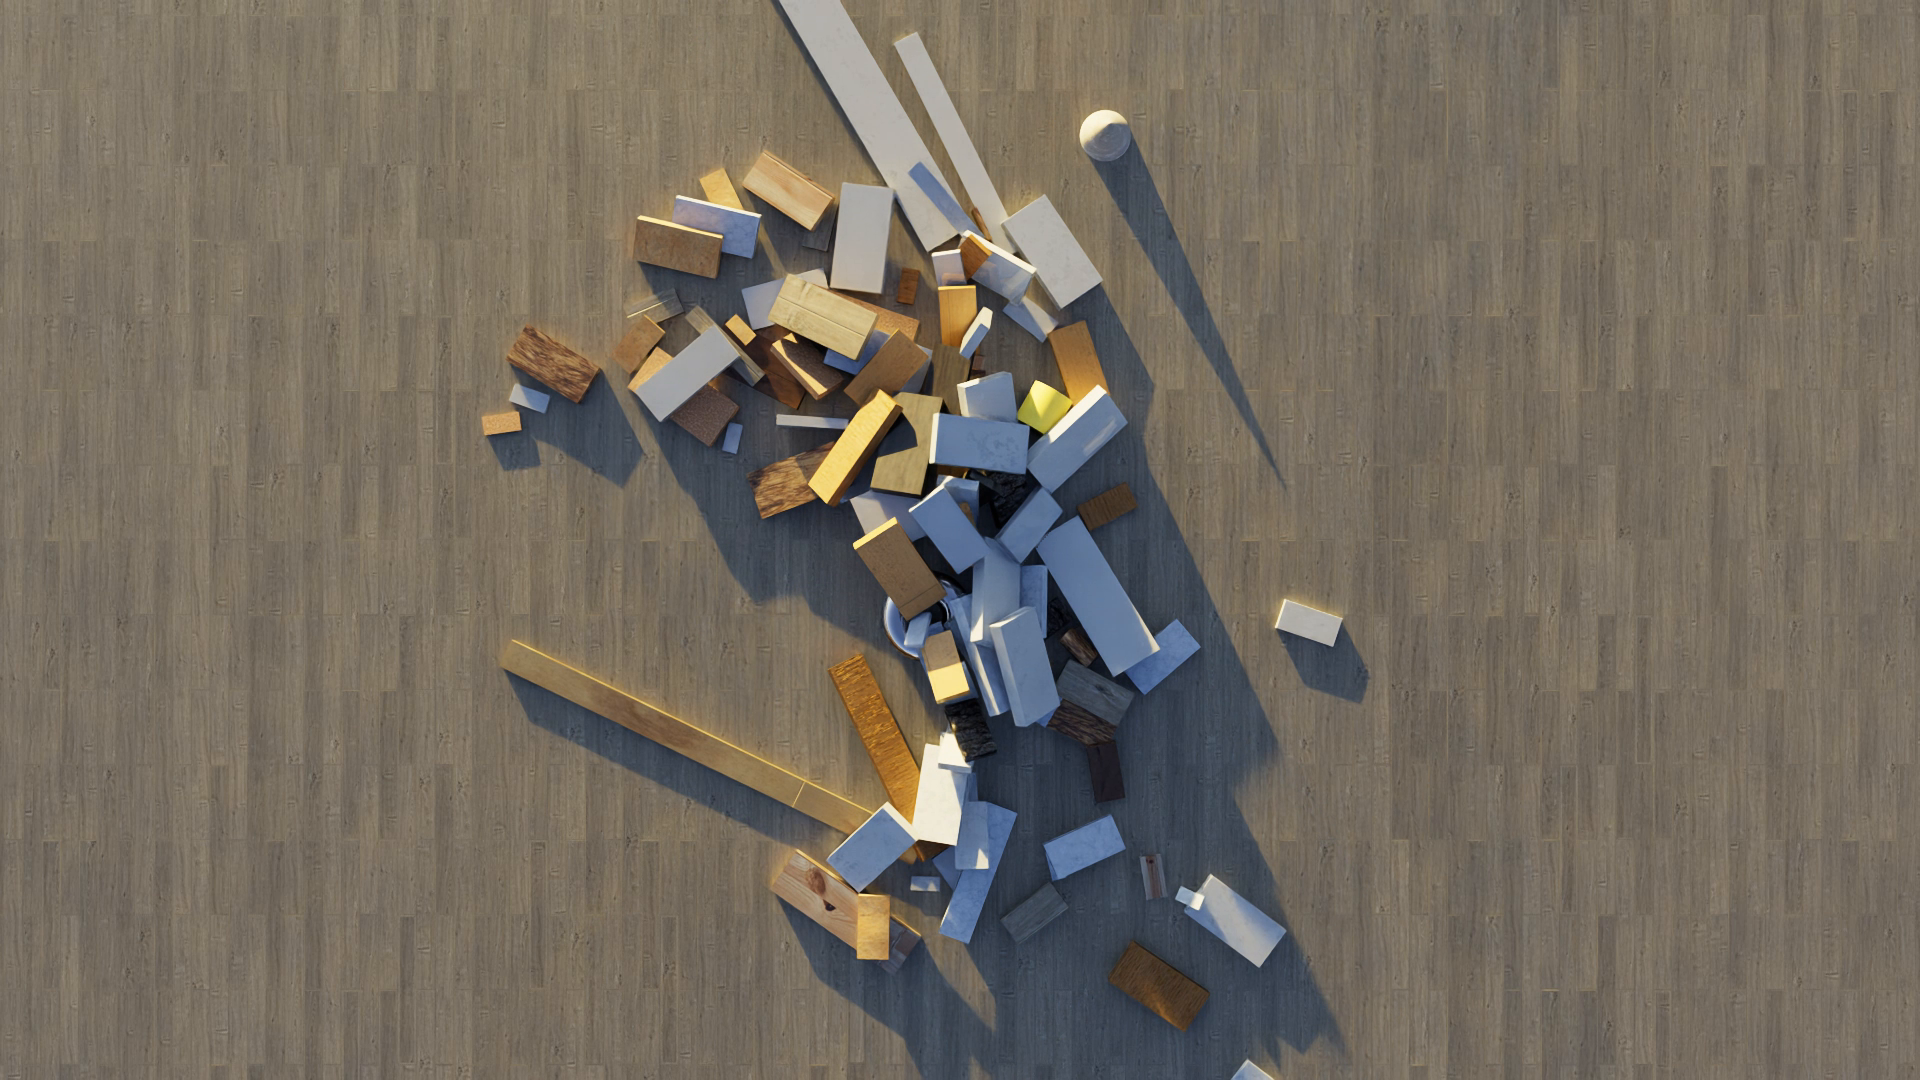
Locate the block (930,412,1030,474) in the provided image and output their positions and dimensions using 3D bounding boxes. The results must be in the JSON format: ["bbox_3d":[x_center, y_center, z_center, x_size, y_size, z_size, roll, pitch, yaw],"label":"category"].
[{"bbox_3d":[0.064,-0.307,5.284,0.316,0.045,0.158,6,87,-21],"label":"block"}]

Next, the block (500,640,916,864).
[{"bbox_3d":[-0.823,0.706,5.486,1.523,0.027,0.095,26,90,0],"label":"block"}]

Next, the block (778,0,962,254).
[{"bbox_3d":[-0.417,-1.647,5.476,0.172,0.049,1.511,-31,90,0],"label":"block"}]

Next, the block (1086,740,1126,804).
[{"bbox_3d":[0.482,0.767,5.464,0.099,0.028,0.197,-11,103,0],"label":"block"}]

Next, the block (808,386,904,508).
[{"bbox_3d":[-0.338,-0.302,5.334,0.038,0.135,0.392,27,101,-44],"label":"block"}]

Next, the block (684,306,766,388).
[{"bbox_3d":[-0.775,-0.641,5.444,0.062,0.017,0.320,-44,90,0],"label":"block"}]

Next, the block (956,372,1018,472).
[{"bbox_3d":[0.104,-0.355,5.379,0.177,0.050,0.354,-19,113,-24],"label":"block"}]

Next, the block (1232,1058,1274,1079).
[{"bbox_3d":[1.004,1.826,5.486,0.191,0.027,0.095,38,90,0],"label":"block"}]

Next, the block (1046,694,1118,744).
[{"bbox_3d":[0.395,0.600,5.483,0.246,0.035,0.123,25,90,0],"label":"block"}]

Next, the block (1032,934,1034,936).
[{"bbox_3d":[0.255,1.256,5.490,0.141,0.020,0.071,-40,90,0],"label":"block"}]

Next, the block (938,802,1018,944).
[{"bbox_3d":[0.060,1.100,5.459,0.104,0.029,0.456,21,84,-4],"label":"block"}]

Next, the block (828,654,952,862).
[{"bbox_3d":[-0.229,0.719,5.461,0.123,0.035,0.704,-26,90,-21],"label":"block"}]

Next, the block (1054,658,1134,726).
[{"bbox_3d":[0.439,0.502,5.448,0.246,0.035,0.123,28,90,0],"label":"block"}]

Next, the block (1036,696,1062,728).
[{"bbox_3d":[0.287,0.557,5.457,0.056,0.016,0.113,31,90,0],"label":"block"}]

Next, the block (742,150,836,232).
[{"bbox_3d":[-0.567,-1.155,5.464,0.282,0.040,0.141,34,90,7],"label":"block"}]

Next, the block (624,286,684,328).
[{"bbox_3d":[-1.016,-0.765,5.487,0.180,0.025,0.090,-23,90,0],"label":"block"}]

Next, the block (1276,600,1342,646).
[{"bbox_3d":[1.160,0.277,5.486,0.197,0.028,0.099,19,90,0],"label":"block"}]

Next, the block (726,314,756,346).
[{"bbox_3d":[-0.723,-0.694,5.446,0.049,0.014,0.097,-44,90,0],"label":"block"}]

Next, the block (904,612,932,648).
[{"bbox_3d":[-0.136,0.291,5.345,0.063,0.018,0.127,-1,52,20],"label":"block"}]

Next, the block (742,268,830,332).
[{"bbox_3d":[-0.571,-0.798,5.480,0.280,0.040,0.140,-15,90,0],"label":"block"}]

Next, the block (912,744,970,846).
[{"bbox_3d":[-0.059,0.834,5.408,0.154,0.044,0.308,8,82,10],"label":"block"}]

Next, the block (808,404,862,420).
[{"bbox_3d":[-0.416,-0.424,5.493,0.178,0.014,0.049,3,90,0],"label":"block"}]

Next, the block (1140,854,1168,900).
[{"bbox_3d":[0.644,1.121,5.490,0.071,0.020,0.141,-9,90,0],"label":"block"}]

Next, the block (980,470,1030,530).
[{"bbox_3d":[0.150,-0.183,5.404,0.135,0.038,0.269,-26,116,-20],"label":"block"}]

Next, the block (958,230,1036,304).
[{"bbox_3d":[0.109,-0.897,5.429,0.263,0.037,0.131,30,131,6],"label":"block"}]

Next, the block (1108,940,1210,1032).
[{"bbox_3d":[0.660,1.481,5.478,0.304,0.043,0.152,34,90,0],"label":"block"}]

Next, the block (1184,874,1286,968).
[{"bbox_3d":[0.913,1.264,5.478,0.305,0.043,0.152,36,90,0],"label":"block"}]

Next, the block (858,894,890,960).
[{"bbox_3d":[-0.285,1.276,5.442,0.104,0.029,0.208,1,90,0],"label":"block"}]

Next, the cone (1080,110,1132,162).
[{"bbox_3d":[0.485,-1.348,5.415,0.171,0.171,0.171,0,90,0],"label":"cone"}]

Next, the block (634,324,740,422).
[{"bbox_3d":[-0.895,-0.547,5.424,0.342,0.037,0.131,-39,90,3],"label":"block"}]

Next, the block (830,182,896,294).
[{"bbox_3d":[-0.320,-0.996,5.450,0.172,0.049,0.344,8,95,7],"label":"block"}]

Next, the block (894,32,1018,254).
[{"bbox_3d":[-0.004,-1.309,5.488,0.086,0.024,0.800,-26,90,0],"label":"block"}]

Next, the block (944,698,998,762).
[{"bbox_3d":[0.034,0.621,5.398,0.110,0.228,0.031,-13,134,-12],"label":"block"}]

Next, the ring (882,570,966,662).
[{"bbox_3d":[-0.108,0.252,5.450,0.305,0.102,0.305,0,89,-1],"label":"ring"}]

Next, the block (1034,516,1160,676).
[{"bbox_3d":[0.448,0.185,5.444,0.177,0.050,0.516,-31,84,1],"label":"block"}]

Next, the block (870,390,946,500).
[{"bbox_3d":[-0.167,-0.306,5.297,0.167,0.047,0.334,9,74,12],"label":"block"}]

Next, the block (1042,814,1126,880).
[{"bbox_3d":[0.412,1.016,5.474,0.247,0.035,0.123,-24,90,-4],"label":"block"}]

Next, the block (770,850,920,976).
[{"bbox_3d":[-0.380,1.236,5.478,0.501,0.044,0.154,35,90,0],"label":"block"}]

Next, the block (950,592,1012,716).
[{"bbox_3d":[0.107,0.358,5.377,0.173,0.049,0.396,-19,90,-43],"label":"block"}]

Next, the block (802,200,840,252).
[{"bbox_3d":[-0.464,-1.051,5.488,0.086,0.024,0.171,14,90,0],"label":"block"}]

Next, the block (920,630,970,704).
[{"bbox_3d":[-0.050,0.406,5.293,0.110,0.031,0.220,-18,62,1],"label":"block"}]

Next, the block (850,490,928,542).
[{"bbox_3d":[-0.218,-0.078,5.398,0.205,0.205,0.205,-24,90,0],"label":"block"}]

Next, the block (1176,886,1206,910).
[{"bbox_3d":[0.763,1.187,5.460,0.095,0.014,0.048,18,78,40],"label":"block"}]

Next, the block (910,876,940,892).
[{"bbox_3d":[-0.115,1.143,5.493,0.095,0.014,0.048,2,90,0],"label":"block"}]

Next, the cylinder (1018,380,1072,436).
[{"bbox_3d":[0.274,-0.427,5.430,0.141,0.141,0.141,30,90,0],"label":"cylinder"}]

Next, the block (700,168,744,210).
[{"bbox_3d":[-0.786,-1.135,5.487,0.090,0.026,0.180,-26,90,0],"label":"block"}]

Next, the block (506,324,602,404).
[{"bbox_3d":[-1.350,-0.584,5.480,0.280,0.040,0.140,31,90,0],"label":"block"}]

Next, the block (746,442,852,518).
[{"bbox_3d":[-0.531,-0.198,5.452,0.316,0.045,0.158,-20,90,9],"label":"block"}]

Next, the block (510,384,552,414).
[{"bbox_3d":[-1.430,-0.471,5.491,0.123,0.017,0.062,20,90,0],"label":"block"}]

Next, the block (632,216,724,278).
[{"bbox_3d":[-0.933,-0.968,5.451,0.282,0.040,0.141,13,116,0],"label":"block"}]

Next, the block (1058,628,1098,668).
[{"bbox_3d":[0.392,0.353,5.440,0.127,0.018,0.063,44,56,0],"label":"block"}]

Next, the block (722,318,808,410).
[{"bbox_3d":[-0.657,-0.582,5.476,0.341,0.047,0.167,26,90,0],"label":"block"}]
